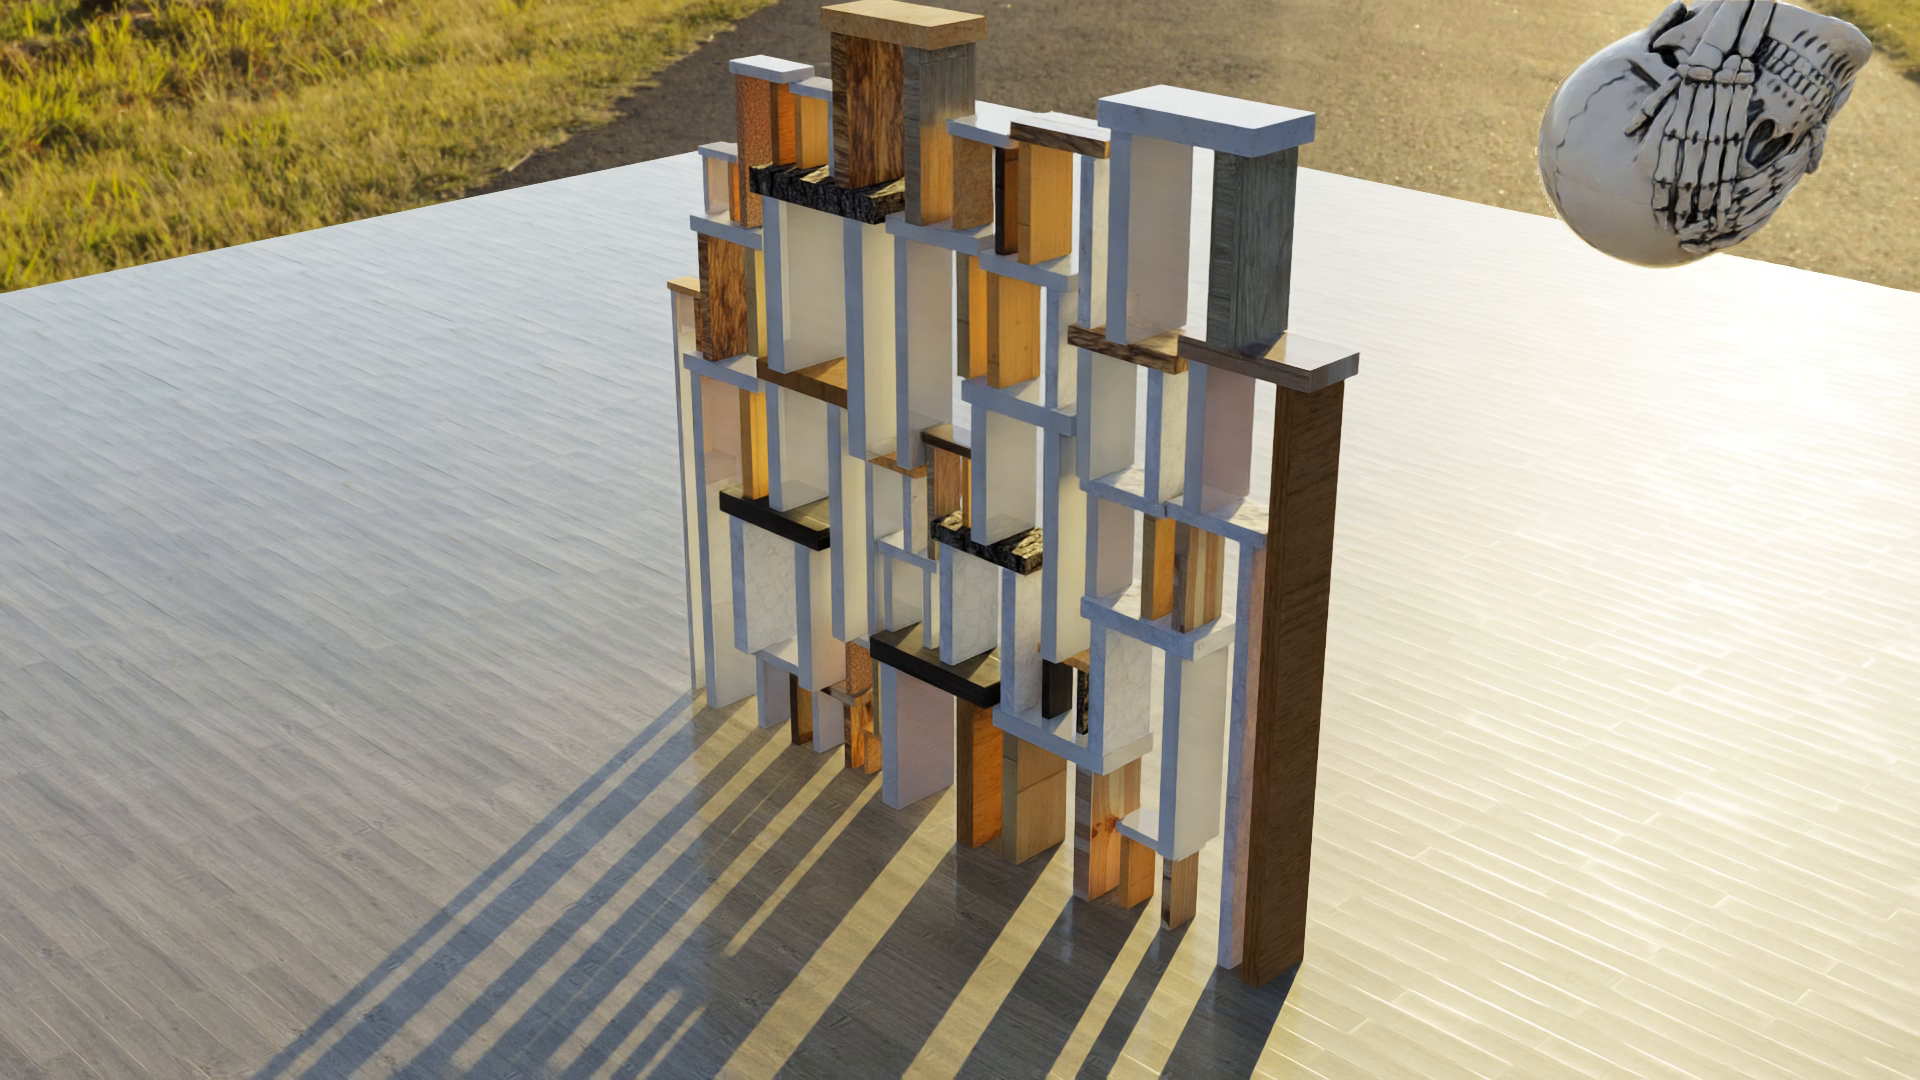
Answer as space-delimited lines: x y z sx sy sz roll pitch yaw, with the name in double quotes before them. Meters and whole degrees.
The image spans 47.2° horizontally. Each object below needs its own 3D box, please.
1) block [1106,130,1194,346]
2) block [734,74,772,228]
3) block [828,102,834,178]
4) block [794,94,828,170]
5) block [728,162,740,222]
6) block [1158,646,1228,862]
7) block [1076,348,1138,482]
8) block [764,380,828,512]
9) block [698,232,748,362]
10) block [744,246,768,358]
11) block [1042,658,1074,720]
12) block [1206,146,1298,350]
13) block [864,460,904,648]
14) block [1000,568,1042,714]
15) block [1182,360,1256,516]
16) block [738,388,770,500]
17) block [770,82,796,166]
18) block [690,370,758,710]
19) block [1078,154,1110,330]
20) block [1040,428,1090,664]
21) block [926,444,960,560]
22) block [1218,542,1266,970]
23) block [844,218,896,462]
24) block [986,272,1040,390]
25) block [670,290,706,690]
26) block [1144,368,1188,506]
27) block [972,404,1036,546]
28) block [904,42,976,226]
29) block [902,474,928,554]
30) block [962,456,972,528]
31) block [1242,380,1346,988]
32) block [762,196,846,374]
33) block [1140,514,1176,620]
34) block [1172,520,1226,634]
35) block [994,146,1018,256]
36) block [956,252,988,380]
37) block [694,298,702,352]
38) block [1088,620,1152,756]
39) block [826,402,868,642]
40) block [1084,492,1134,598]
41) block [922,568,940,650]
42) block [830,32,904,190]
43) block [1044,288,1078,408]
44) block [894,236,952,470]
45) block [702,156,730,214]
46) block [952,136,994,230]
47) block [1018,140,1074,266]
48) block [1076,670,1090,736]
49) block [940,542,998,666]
"block" 0.316 -0.516 3.659 0.158 0.356 0.045 -21 31 -40
"block" -0.400 -0.771 4.330 0.023 0.302 0.080 21 31 40
"block" -0.215 -0.760 4.142 0.071 0.142 0.020 -21 31 -40
"block" -0.282 -0.786 4.204 0.071 0.142 0.020 -21 31 -40
"block" -0.435 -0.702 4.401 0.017 0.119 0.059 21 31 40
"block" 0.416 0.367 3.925 0.037 0.408 0.131 21 31 41
"block" 0.256 -0.233 3.841 0.119 0.239 0.034 -21 31 -40
"block" -0.329 -0.207 4.500 0.039 0.275 0.138 21 31 41
"block" -0.481 -0.511 4.529 0.032 0.269 0.113 21 31 40
"block" -0.376 -0.489 4.422 0.113 0.226 0.032 -21 31 -40
"block" 0.184 0.266 4.141 0.019 0.131 0.066 21 31 41
"block" 0.466 -0.476 3.514 0.045 0.317 0.158 21 31 40
"block" -0.150 0.022 4.391 0.023 0.405 0.081 21 31 40
"block" 0.134 0.173 4.152 0.035 0.294 0.125 21 31 40
"block" 0.434 -0.186 3.673 0.038 0.265 0.133 21 31 40
"block" -0.398 -0.213 4.562 0.119 0.238 0.034 -21 31 -41
"block" -0.326 -0.807 4.232 0.023 0.159 0.080 22 31 40
"block" -0.509 -0.006 4.772 0.034 0.783 0.119 21 31 41
"block" 0.249 -0.514 3.730 0.106 0.297 0.030 -21 31 -40
"block" 0.209 -0.004 3.987 0.038 0.449 0.135 21 31 41
"block" -0.031 -0.081 4.226 0.020 0.236 0.070 21 31 40
"block" 0.509 0.373 3.825 0.029 0.825 0.102 21 31 41
"block" -0.136 -0.399 4.204 0.175 0.471 0.050 -21 31 -41
"block" 0.097 -0.387 3.944 0.107 0.213 0.030 -22 31 -40
"block" -0.581 -0.101 4.807 0.016 0.932 0.058 21 31 41
"block" 0.367 -0.189 3.737 0.119 0.239 0.034 -21 31 -40
"block" 0.082 -0.136 4.070 0.135 0.269 0.038 -21 31 -40
"block" -0.035 -0.734 3.944 0.040 0.318 0.142 21 31 40
"block" -0.073 -0.060 4.273 0.023 0.161 0.081 21 31 41
"block" 0.035 -0.099 4.147 0.070 0.140 0.020 -21 30 -40
"block" 0.560 0.256 3.725 0.038 1.119 0.133 21 31 41
"block" -0.301 -0.519 4.334 0.175 0.351 0.050 -21 31 -41
"block" 0.361 0.034 3.841 0.099 0.197 0.028 -21 31 -40
"block" 0.412 0.050 3.793 0.029 0.204 0.102 21 31 41
"block" 0.099 -0.600 3.851 0.083 0.190 0.024 -20 29 -39
"block" 0.047 -0.420 3.997 0.117 0.234 0.033 -21 30 -40
"block" -0.527 -0.456 4.597 0.016 0.115 0.058 21 31 40
"block" 0.293 0.251 4.010 0.037 0.262 0.131 21 31 41
"block" -0.198 -0.050 4.427 0.138 0.509 0.039 -21 31 -41
"block" 0.268 -0.003 3.926 0.099 0.197 0.028 -21 31 -40
"block" -0.035 0.124 4.319 0.083 0.167 0.024 -21 31 -40
"block" -0.169 -0.802 4.060 0.142 0.284 0.040 -21 31 -40
"block" 0.198 -0.347 3.852 0.107 0.213 0.030 -21 30 -40
"block" -0.068 -0.361 4.139 0.033 0.453 0.117 21 31 40
"block" -0.491 -0.724 4.452 0.017 0.119 0.059 21 31 40
"block" 0.025 -0.644 3.926 0.024 0.167 0.083 20 30 40
"block" 0.148 -0.591 3.804 0.106 0.212 0.030 -22 31 -40
"block" 0.246 0.291 4.084 0.019 0.131 0.066 21 31 41
"block" 0.017 0.106 4.254 0.125 0.250 0.035 -21 31 -41
